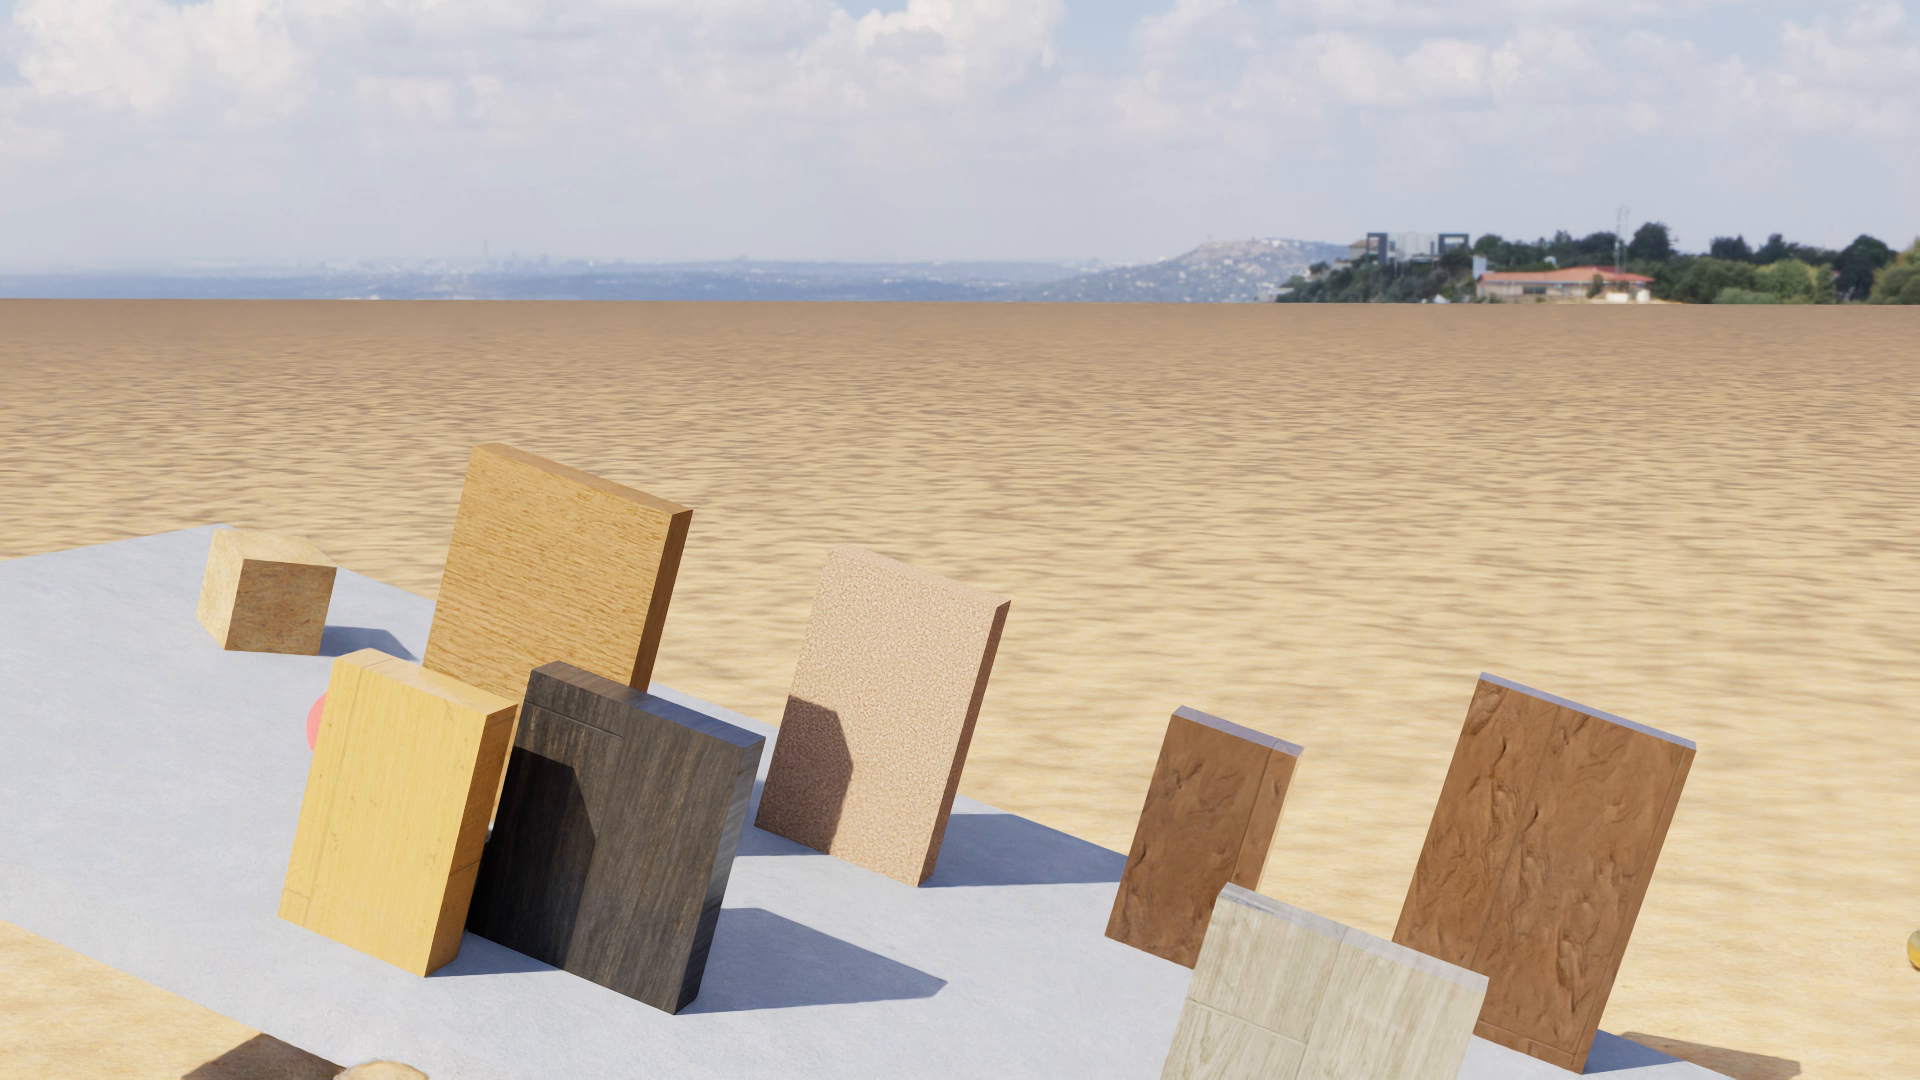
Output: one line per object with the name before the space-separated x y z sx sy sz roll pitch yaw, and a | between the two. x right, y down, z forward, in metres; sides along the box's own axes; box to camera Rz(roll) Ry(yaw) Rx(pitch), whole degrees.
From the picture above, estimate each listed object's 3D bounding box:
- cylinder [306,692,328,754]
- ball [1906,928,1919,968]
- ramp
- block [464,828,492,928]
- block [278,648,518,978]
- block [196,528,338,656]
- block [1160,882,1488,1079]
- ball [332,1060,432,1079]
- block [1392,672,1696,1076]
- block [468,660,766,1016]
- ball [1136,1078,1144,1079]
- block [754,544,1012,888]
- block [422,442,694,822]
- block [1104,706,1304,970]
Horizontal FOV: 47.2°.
cylinder | -1.153 0.358 4.298 0.178 0.178 0.178 1 9 11
ball | 2.582 1.089 5.850 0.117 0.117 0.117 0 7 0
ramp | -0.376 0.735 4.239 4.000 0.100 2.000 19 12 14
block | -0.897 0.560 3.716 0.159 0.159 0.159 20 12 21
block | -0.909 0.437 3.547 0.278 0.451 0.102 19 12 14
block | -1.536 0.116 4.868 0.210 0.210 0.210 7 14 -38
block | 0.573 0.848 3.581 0.442 0.445 0.090 19 12 14
ball | -0.823 0.843 3.117 0.207 0.207 0.207 0 7 0
block | 1.172 0.681 4.510 0.441 0.715 0.085 19 12 14
block | -0.575 0.493 3.667 0.393 0.475 0.093 19 12 14
ball | 0.291 0.938 3.554 0.131 0.131 0.131 0 7 0
block | -0.162 0.358 4.528 0.372 0.611 0.109 19 12 14
block | -0.798 0.208 4.195 0.423 0.689 0.096 19 12 14
block | 0.496 0.616 4.480 0.264 0.492 0.098 19 12 14
